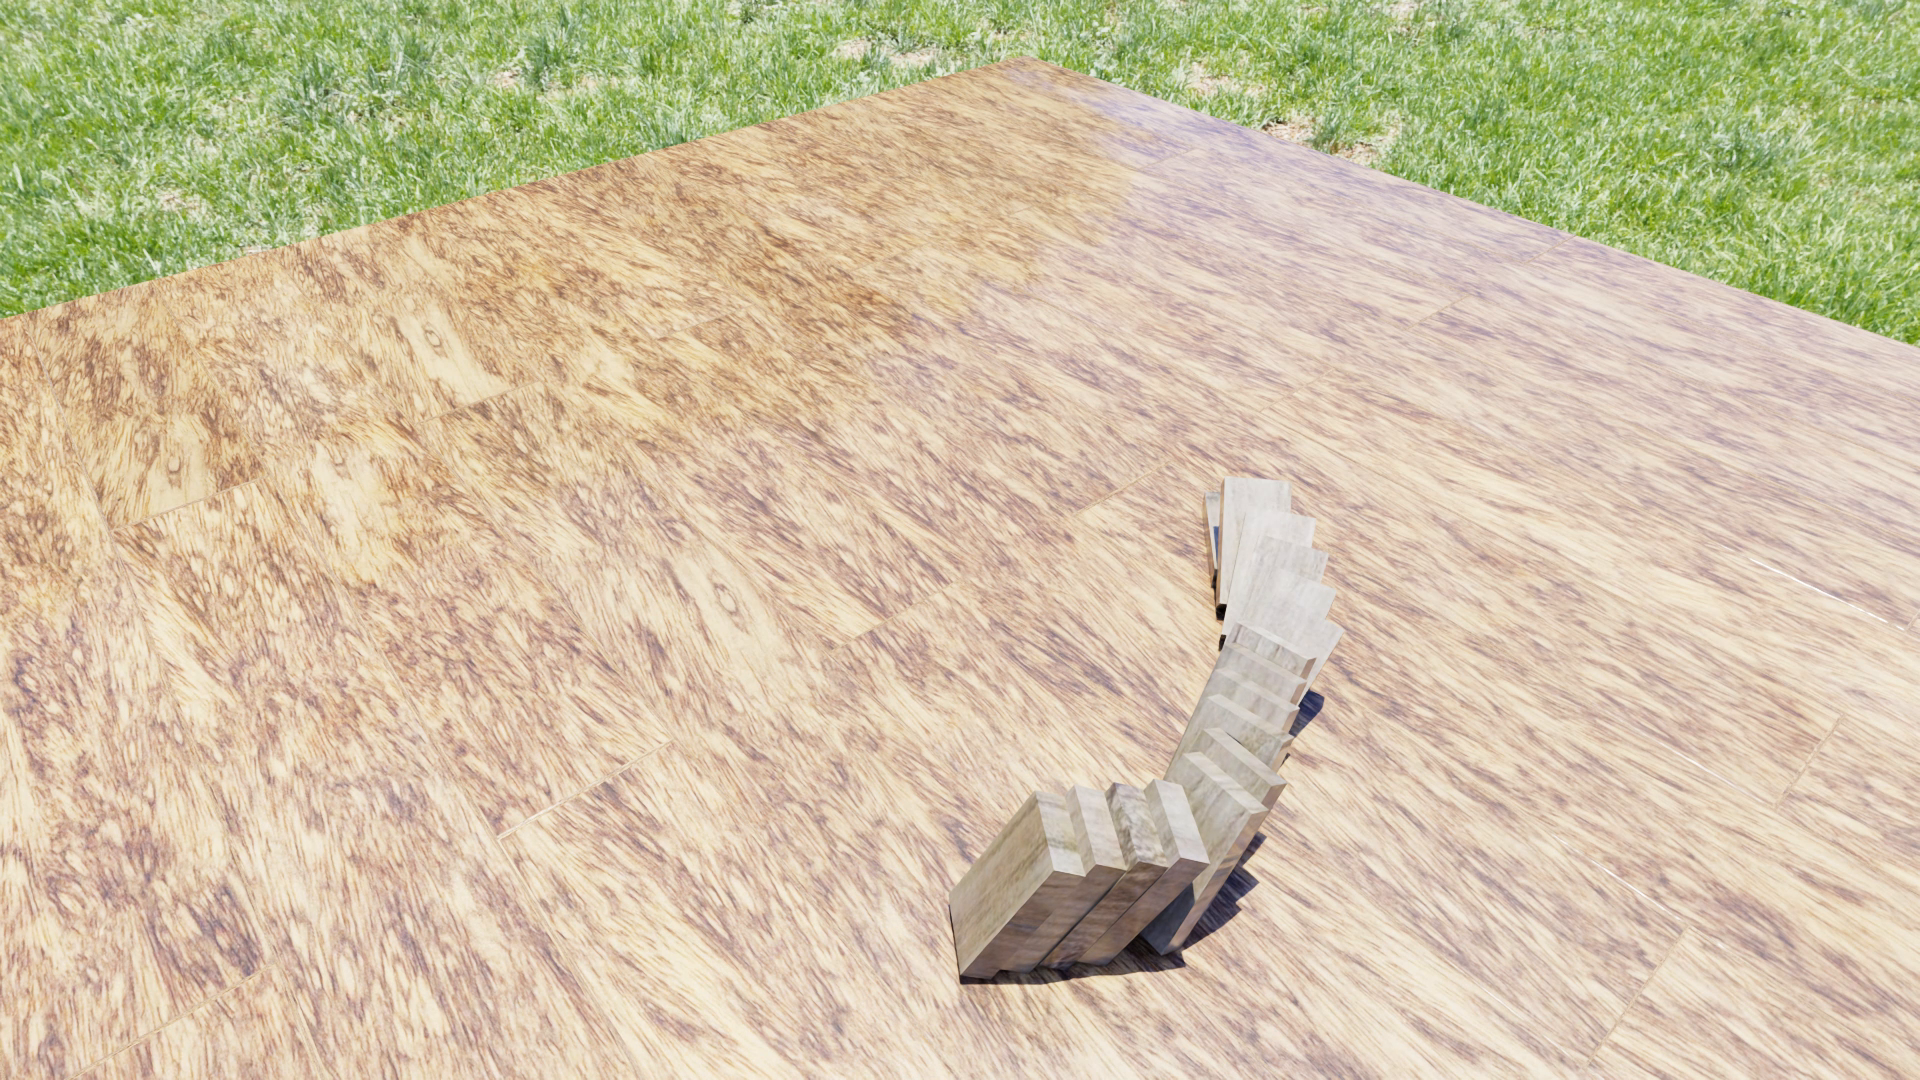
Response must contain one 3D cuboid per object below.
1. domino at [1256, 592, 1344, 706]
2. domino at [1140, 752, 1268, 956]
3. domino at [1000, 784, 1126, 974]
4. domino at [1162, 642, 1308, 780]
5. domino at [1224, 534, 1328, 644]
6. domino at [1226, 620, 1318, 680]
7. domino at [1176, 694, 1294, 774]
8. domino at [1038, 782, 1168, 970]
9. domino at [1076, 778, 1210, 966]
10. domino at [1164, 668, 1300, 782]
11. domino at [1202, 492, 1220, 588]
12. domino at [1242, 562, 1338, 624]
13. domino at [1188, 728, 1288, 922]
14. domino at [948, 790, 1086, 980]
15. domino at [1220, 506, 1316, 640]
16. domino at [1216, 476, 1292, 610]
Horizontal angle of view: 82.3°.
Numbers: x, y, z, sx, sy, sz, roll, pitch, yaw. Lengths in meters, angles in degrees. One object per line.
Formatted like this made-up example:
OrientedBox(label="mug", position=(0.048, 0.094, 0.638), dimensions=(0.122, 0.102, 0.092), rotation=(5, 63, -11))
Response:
OrientedBox(label="domino", position=(0.103, 0.045, 0.365), dimensions=(0.025, 0.009, 0.050), rotation=(32, 81, 21))
OrientedBox(label="domino", position=(0.062, 0.087, 0.307), dimensions=(0.009, 0.050, 0.025), rotation=(6, 26, -47))
OrientedBox(label="domino", position=(0.025, 0.093, 0.299), dimensions=(0.009, 0.050, 0.025), rotation=(18, 34, -23))
OrientedBox(label="domino", position=(0.084, 0.060, 0.340), dimensions=(0.025, 0.050, 0.010), rotation=(30, 16, 31))
OrientedBox(label="domino", position=(0.111, 0.025, 0.391), dimensions=(0.025, 0.010, 0.050), rotation=(17, 77, 17))
OrientedBox(label="domino", position=(0.090, 0.053, 0.348), dimensions=(0.025, 0.050, 0.009), rotation=(30, 16, 31))
OrientedBox(label="domino", position=(0.075, 0.074, 0.323), dimensions=(0.025, 0.050, 0.009), rotation=(30, 17, 31))
OrientedBox(label="domino", position=(0.036, 0.092, 0.300), dimensions=(0.009, 0.050, 0.025), rotation=(18, 34, -23))
OrientedBox(label="domino", position=(0.046, 0.091, 0.301), dimensions=(0.010, 0.050, 0.025), rotation=(18, 34, -23))
OrientedBox(label="domino", position=(0.079, 0.067, 0.332), dimensions=(0.025, 0.050, 0.010), rotation=(30, 17, 31))
OrientedBox(label="domino", position=(0.113, 0.000, 0.444), dimensions=(0.025, 0.010, 0.050), rotation=(3, 39, 4))
OrientedBox(label="domino", position=(0.107, 0.036, 0.378), dimensions=(0.025, 0.009, 0.050), rotation=(23, 78, 20))
OrientedBox(label="domino", position=(0.069, 0.082, 0.314), dimensions=(0.010, 0.050, 0.025), rotation=(6, 26, -47))
OrientedBox(label="domino", position=(0.014, 0.094, 0.298), dimensions=(0.010, 0.050, 0.025), rotation=(18, 34, -23))
OrientedBox(label="domino", position=(0.113, 0.014, 0.405), dimensions=(0.025, 0.010, 0.050), rotation=(12, 75, 13))
OrientedBox(label="domino", position=(0.112, 0.002, 0.419), dimensions=(0.025, 0.010, 0.050), rotation=(5, 75, 5))
